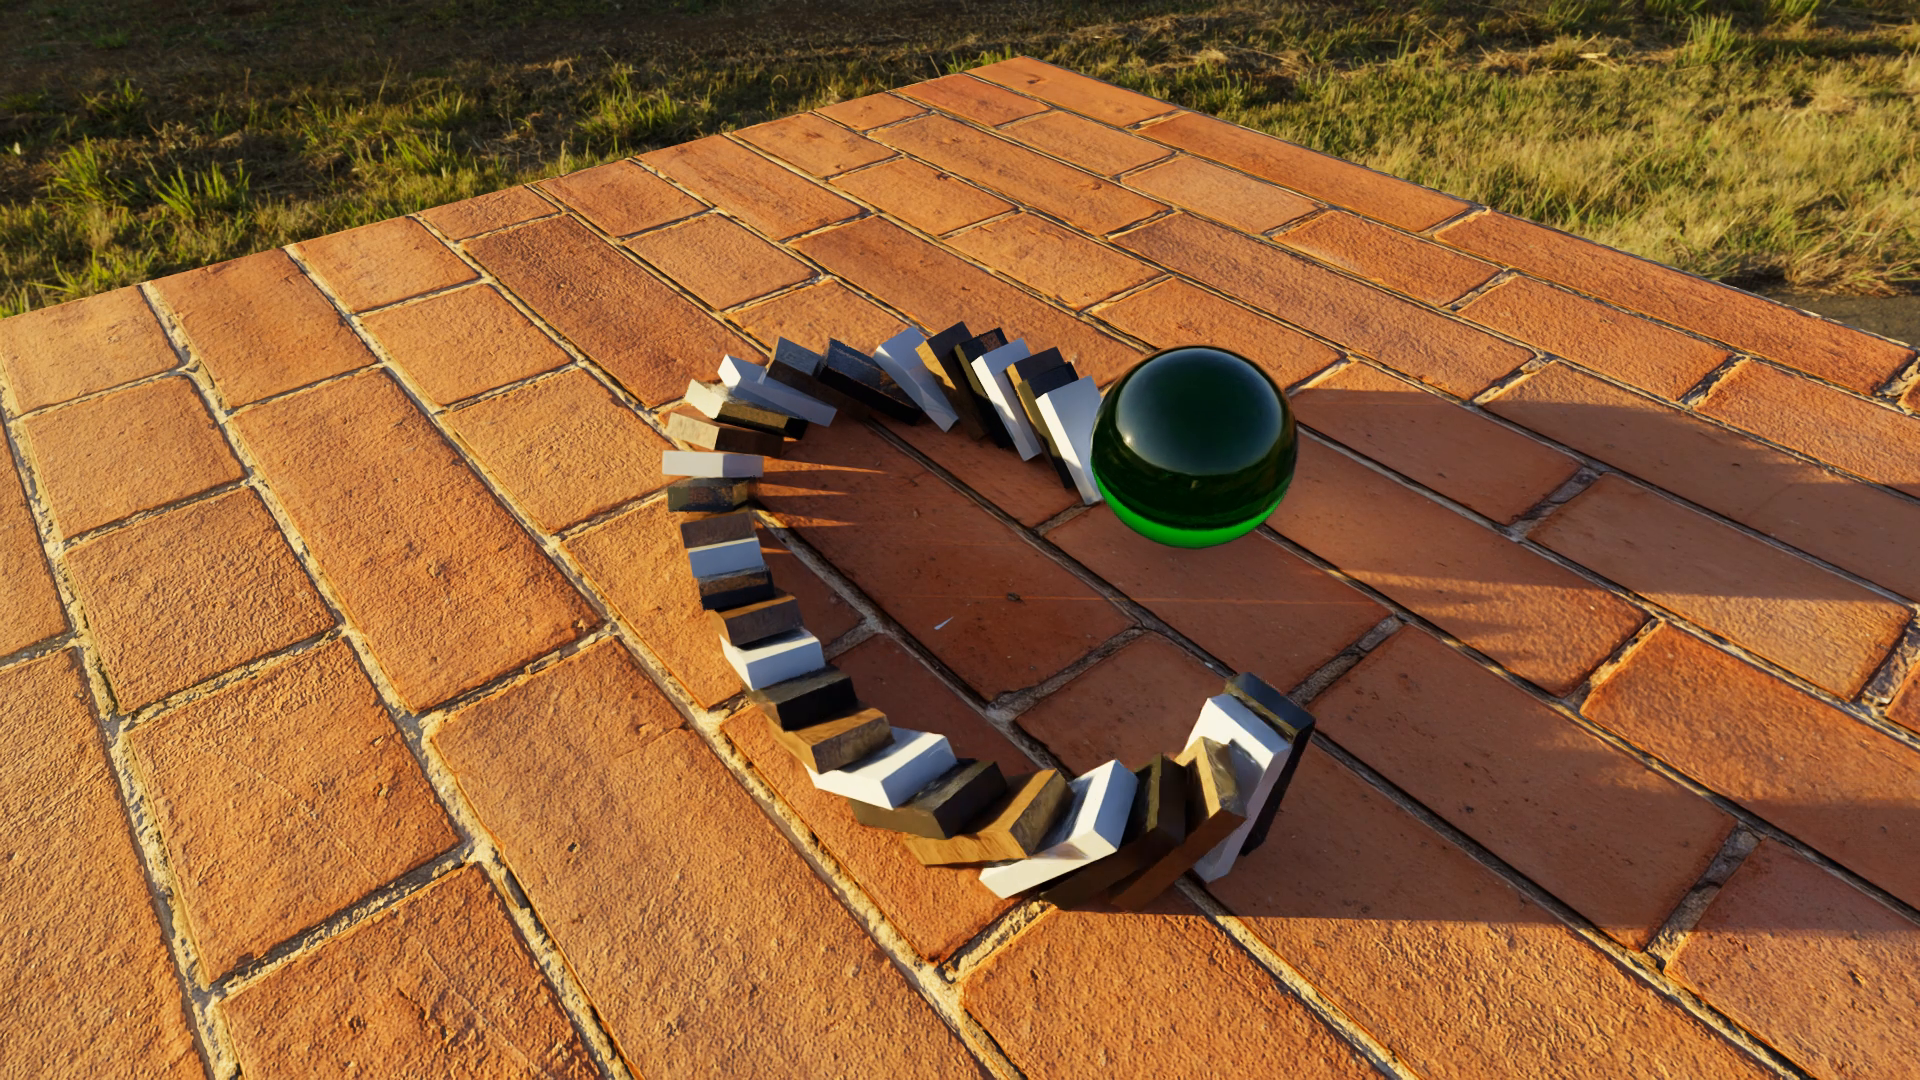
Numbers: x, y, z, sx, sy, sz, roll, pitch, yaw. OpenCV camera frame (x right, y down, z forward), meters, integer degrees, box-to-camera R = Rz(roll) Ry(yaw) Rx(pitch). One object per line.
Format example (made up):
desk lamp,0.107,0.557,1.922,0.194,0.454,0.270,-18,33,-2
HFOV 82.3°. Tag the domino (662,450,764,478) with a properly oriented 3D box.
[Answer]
domino,-0.102,-0.031,0.459,0.025,0.009,0.050,3,4,8

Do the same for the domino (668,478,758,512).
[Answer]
domino,-0.100,-0.019,0.447,0.025,0.009,0.050,0,7,0

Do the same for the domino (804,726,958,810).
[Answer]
domino,-0.025,0.069,0.339,0.025,0.009,0.050,-30,13,-31

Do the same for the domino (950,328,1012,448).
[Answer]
domino,0.018,-0.070,0.503,0.025,0.009,0.050,-28,90,-31

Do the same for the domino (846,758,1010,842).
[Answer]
domino,-0.011,0.076,0.328,0.025,0.009,0.050,-32,12,-33

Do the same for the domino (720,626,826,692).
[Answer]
domino,-0.066,0.038,0.380,0.025,0.009,0.050,-17,13,-19

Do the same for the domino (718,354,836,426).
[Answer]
domino,-0.084,-0.068,0.506,0.050,0.010,0.025,16,24,-36

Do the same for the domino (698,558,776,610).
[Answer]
domino,-0.083,0.015,0.405,0.025,0.010,0.050,-11,8,-13

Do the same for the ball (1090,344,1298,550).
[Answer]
ball,0.091,-0.036,0.432,0.080,0.080,0.080,0,39,0

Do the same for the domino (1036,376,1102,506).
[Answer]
domino,0.055,-0.043,0.470,0.025,0.009,0.050,-25,89,-27

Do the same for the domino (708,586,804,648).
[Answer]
domino,-0.074,0.026,0.391,0.025,0.010,0.050,-16,9,-18

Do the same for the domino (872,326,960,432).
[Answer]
domino,-0.014,-0.076,0.517,0.050,0.010,0.025,46,50,6

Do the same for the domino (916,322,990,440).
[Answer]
domino,0.004,-0.073,0.508,0.025,0.009,0.050,-35,95,-35

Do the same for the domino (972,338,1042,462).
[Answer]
domino,0.028,-0.063,0.496,0.025,0.009,0.050,-29,91,-31

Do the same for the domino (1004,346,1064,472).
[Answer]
domino,0.042,-0.058,0.490,0.025,0.010,0.050,-25,89,-27

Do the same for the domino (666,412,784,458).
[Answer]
domino,-0.101,-0.045,0.477,0.025,0.010,0.050,19,7,21

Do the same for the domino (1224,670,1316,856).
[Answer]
domino,0.085,0.067,0.329,0.009,0.050,0.025,-16,40,-38

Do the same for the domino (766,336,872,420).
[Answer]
domino,-0.065,-0.076,0.516,0.050,0.009,0.025,23,30,-18

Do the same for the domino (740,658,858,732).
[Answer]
domino,-0.055,0.048,0.366,0.025,0.010,0.050,-19,14,-22

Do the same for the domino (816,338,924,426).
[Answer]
domino,-0.041,-0.074,0.515,0.050,0.010,0.025,24,36,-18

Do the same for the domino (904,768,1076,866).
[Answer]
domino,0.008,0.081,0.320,0.050,0.010,0.025,-24,14,49

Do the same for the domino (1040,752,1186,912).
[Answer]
domino,0.043,0.083,0.313,0.009,0.050,0.025,34,38,-15

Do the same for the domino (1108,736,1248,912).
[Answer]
domino,0.059,0.081,0.314,0.009,0.050,0.025,24,34,-20

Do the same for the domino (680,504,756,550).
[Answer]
domino,-0.094,-0.006,0.430,0.025,0.009,0.050,-10,7,-8

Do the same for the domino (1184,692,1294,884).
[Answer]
domino,0.076,0.073,0.322,0.010,0.050,0.025,-7,36,-39

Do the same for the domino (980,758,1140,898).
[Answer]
domino,0.028,0.083,0.314,0.010,0.050,0.025,42,42,-11

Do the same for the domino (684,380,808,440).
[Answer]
domino,-0.095,-0.058,0.493,0.025,0.009,0.050,35,16,35

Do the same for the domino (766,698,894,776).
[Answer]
domino,-0.043,0.060,0.351,0.025,0.010,0.050,-20,12,-23

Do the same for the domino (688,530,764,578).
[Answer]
domino,-0.089,0.005,0.417,0.025,0.009,0.050,-11,7,-11

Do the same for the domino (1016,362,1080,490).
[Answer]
domino,0.047,-0.050,0.479,0.025,0.009,0.050,-25,89,-27
